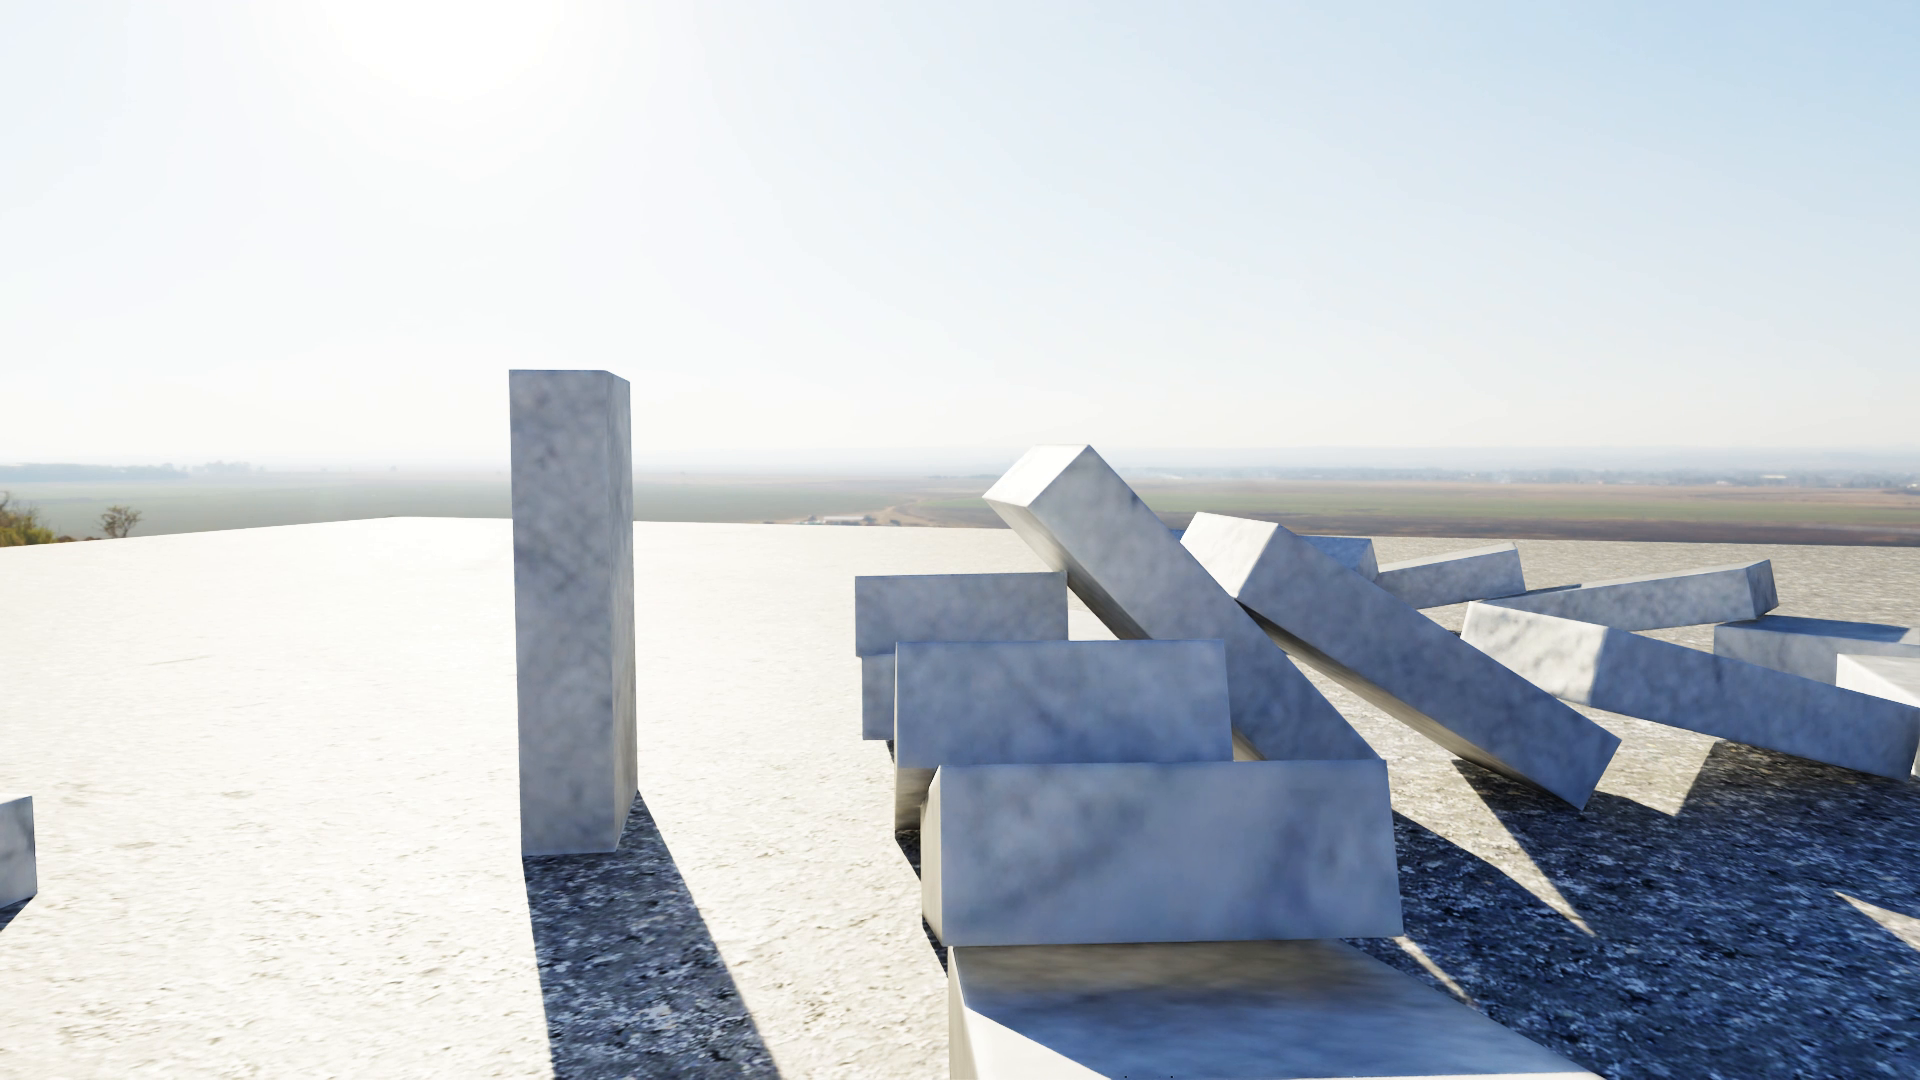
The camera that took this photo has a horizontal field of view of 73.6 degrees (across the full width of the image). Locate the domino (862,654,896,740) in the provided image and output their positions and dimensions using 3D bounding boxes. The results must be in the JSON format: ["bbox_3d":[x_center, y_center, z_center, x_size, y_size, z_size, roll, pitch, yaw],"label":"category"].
[{"bbox_3d":[0.001,0.020,0.167,0.025,0.010,0.050,-1,-7,0],"label":"domino"}]

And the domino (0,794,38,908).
[{"bbox_3d":[-0.104,0.030,0.099,0.025,0.010,0.050,1,4,9],"label":"domino"}]

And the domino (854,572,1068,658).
[{"bbox_3d":[0.001,0.012,0.175,0.025,0.010,0.050,-1,-7,1],"label":"domino"}]

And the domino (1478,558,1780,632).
[{"bbox_3d":[0.135,0.013,0.262,0.050,0.010,0.025,-12,-5,41],"label":"domino"}]

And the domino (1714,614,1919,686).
[{"bbox_3d":[0.163,0.021,0.223,0.025,0.009,0.050,-4,6,-42],"label":"domino"}]

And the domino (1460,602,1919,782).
[{"bbox_3d":[0.094,0.019,0.167,0.050,0.010,0.025,14,1,-16],"label":"domino"}]

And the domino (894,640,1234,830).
[{"bbox_3d":[0.006,0.020,0.120,0.025,0.010,0.050,0,-18,-3],"label":"domino"}]

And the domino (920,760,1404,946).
[{"bbox_3d":[0.010,0.023,0.094,0.025,0.010,0.050,0,-14,-3],"label":"domino"}]

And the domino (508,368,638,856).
[{"bbox_3d":[-0.043,0.007,0.144,0.010,0.050,0.025,-1,4,-9],"label":"domino"}]

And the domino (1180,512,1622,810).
[{"bbox_3d":[0.051,0.014,0.157,0.050,0.009,0.025,31,-1,-11],"label":"domino"}]

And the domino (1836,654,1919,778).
[{"bbox_3d":[0.140,0.025,0.175,0.025,0.010,0.050,2,5,22],"label":"domino"}]

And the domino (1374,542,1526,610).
[{"bbox_3d":[0.101,0.010,0.294,0.050,0.010,0.025,-12,-1,22],"label":"domino"}]

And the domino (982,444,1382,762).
[{"bbox_3d":[0.025,0.010,0.152,0.010,0.050,0.025,-45,10,-4],"label":"domino"}]

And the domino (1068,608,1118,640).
[{"bbox_3d":[0.019,0.020,0.240,0.025,0.009,0.050,-3,5,-32],"label":"domino"}]

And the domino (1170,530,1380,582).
[{"bbox_3d":[0.065,0.010,0.289,0.050,0.010,0.025,3,40,38],"label":"domino"}]

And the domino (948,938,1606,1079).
[{"bbox_3d":[0.013,0.028,0.063,0.025,0.010,0.050,0,-7,-3],"label":"domino"}]
